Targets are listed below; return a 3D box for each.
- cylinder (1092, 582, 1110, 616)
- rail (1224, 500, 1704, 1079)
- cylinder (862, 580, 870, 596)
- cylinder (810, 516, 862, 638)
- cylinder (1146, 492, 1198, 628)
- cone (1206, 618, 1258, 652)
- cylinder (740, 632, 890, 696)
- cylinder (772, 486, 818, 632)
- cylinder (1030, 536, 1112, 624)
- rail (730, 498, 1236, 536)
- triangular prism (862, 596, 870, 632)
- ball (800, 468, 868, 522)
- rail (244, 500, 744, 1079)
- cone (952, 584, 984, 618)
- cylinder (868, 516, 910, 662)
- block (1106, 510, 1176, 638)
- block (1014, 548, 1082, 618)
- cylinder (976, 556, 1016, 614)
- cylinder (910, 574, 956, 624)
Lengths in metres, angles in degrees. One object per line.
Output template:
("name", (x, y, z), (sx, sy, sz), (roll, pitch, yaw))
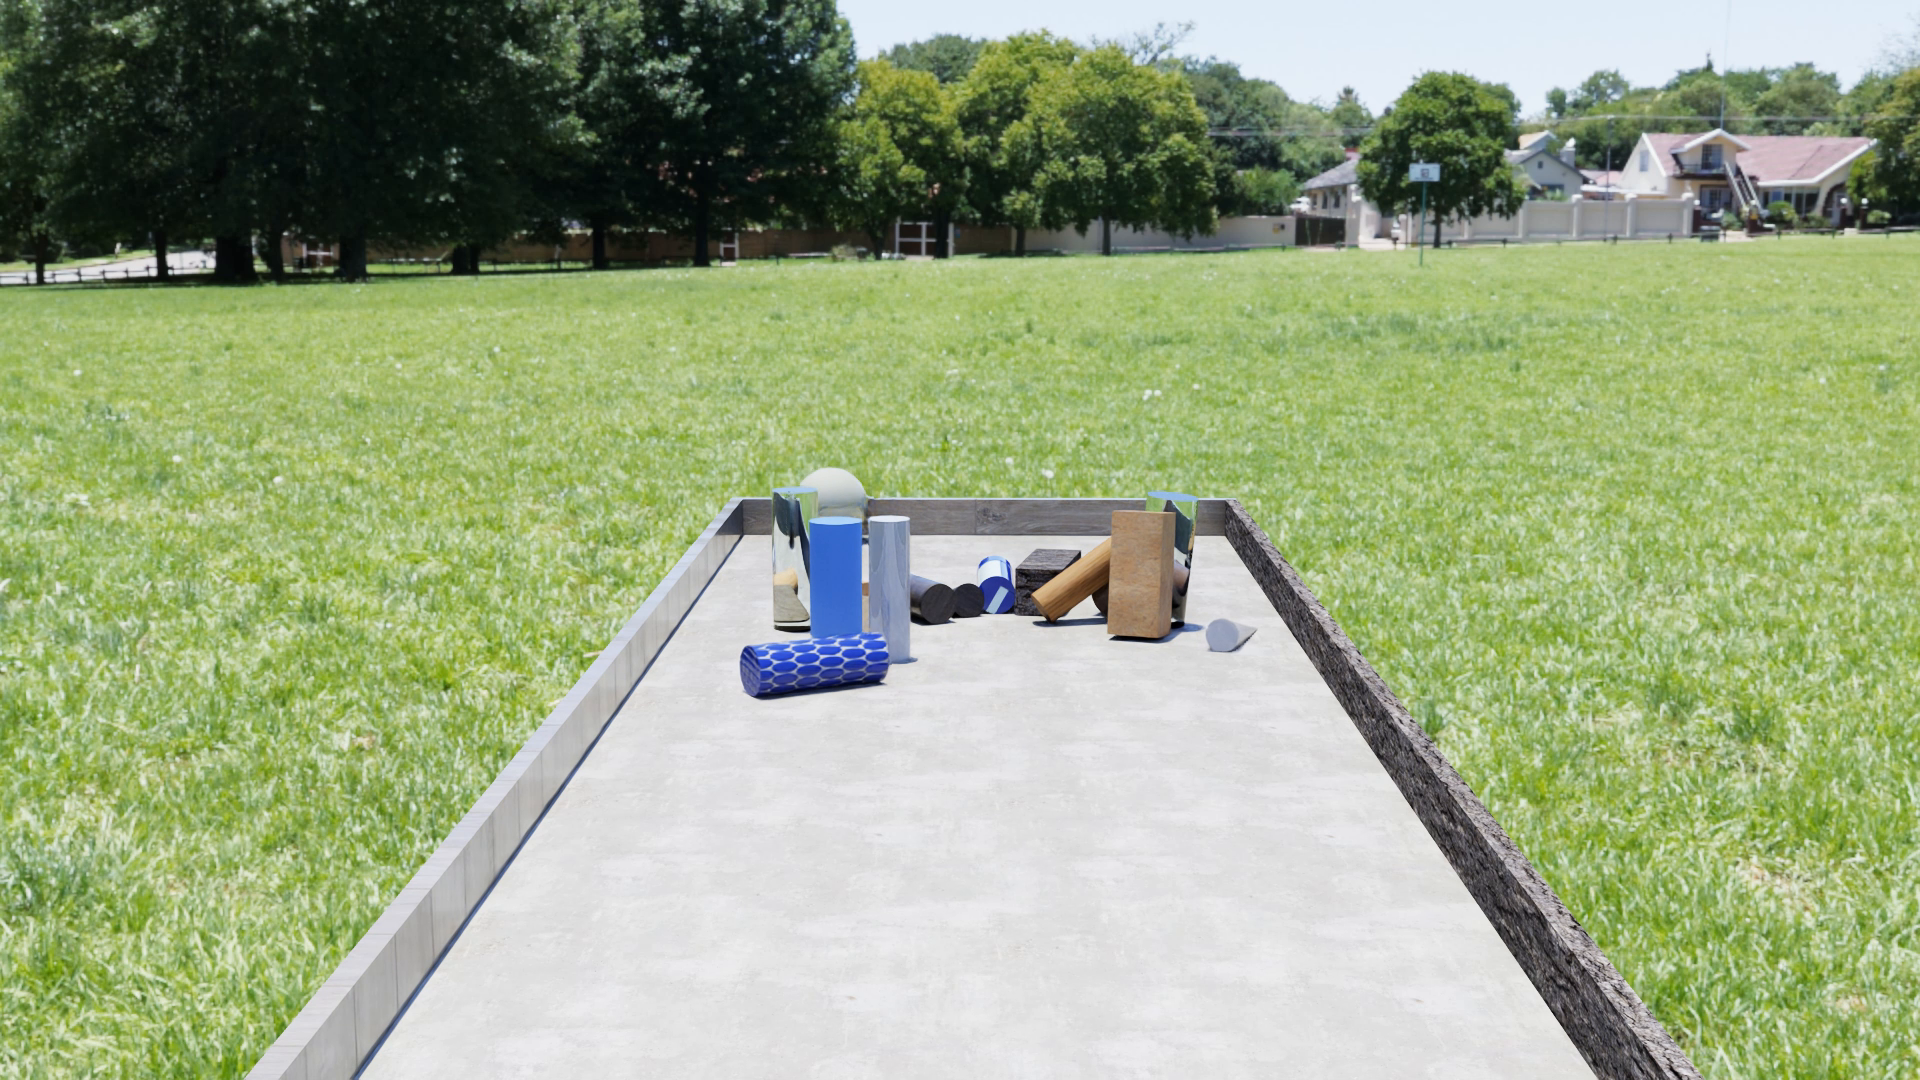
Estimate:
("cylinder", (0.583, 0.153, 7.506), (0.168, 0.168, 0.333), (4, 10, 23))
("rail", (1.046, 0.843, 3.208), (0.050, 0.150, 12.000), (0, 9, 1))
("cylinder", (-0.423, 0.176, 7.489), (0.128, 0.128, 0.425), (-6, 11, -31))
("cylinder", (-0.392, 0.129, 6.961), (0.165, 0.386, 0.165), (0, 9, 0))
("cylinder", (0.674, 0.065, 7.201), (0.169, 0.424, 0.169), (5, 11, -1))
("cone", (0.893, 0.292, 7.000), (0.106, 0.106, 0.418), (4, 3, 23))
("cylinder", (-0.417, 0.354, 6.312), (0.406, 0.145, 0.145), (-5, 10, -29))
("cylinder", (-0.535, 0.062, 7.165), (0.151, 0.454, 0.151), (0, 9, 0))
("cylinder", (0.446, 0.100, 7.287), (0.444, 0.118, 0.118), (-36, 16, -8))
("rail", (0.099, -0.098, 9.147), (2.100, 0.150, 0.050), (0, 9, 1))
("triangular prism", (-0.390, 0.221, 7.238), (0.129, 0.112, 0.441), (-8, 12, -39))
("ball", (-0.526, -0.146, 8.970), (0.301, 0.301, 0.301), (0, 9, 0))
("rail", (-1.004, 0.839, 3.234), (0.050, 0.150, 12.000), (0, 9, 1))
("cone", (-0.038, 0.205, 7.534), (0.117, 0.117, 0.371), (-3, 1, -21))
("cylinder", (-0.214, 0.149, 6.693), (0.126, 0.431, 0.126), (0, 9, 0))
("block", (0.581, 0.106, 7.033), (0.166, 0.392, 0.166), (3, 3, 20))
("block", (0.307, 0.144, 7.589), (0.160, 0.160, 0.428), (2, 9, 12))
("cylinder", (0.124, 0.153, 7.629), (0.131, 0.131, 0.423), (0, 9, 0))
("cylinder", (-0.160, 0.186, 7.405), (0.135, 0.135, 0.373), (-5, 10, -29))
